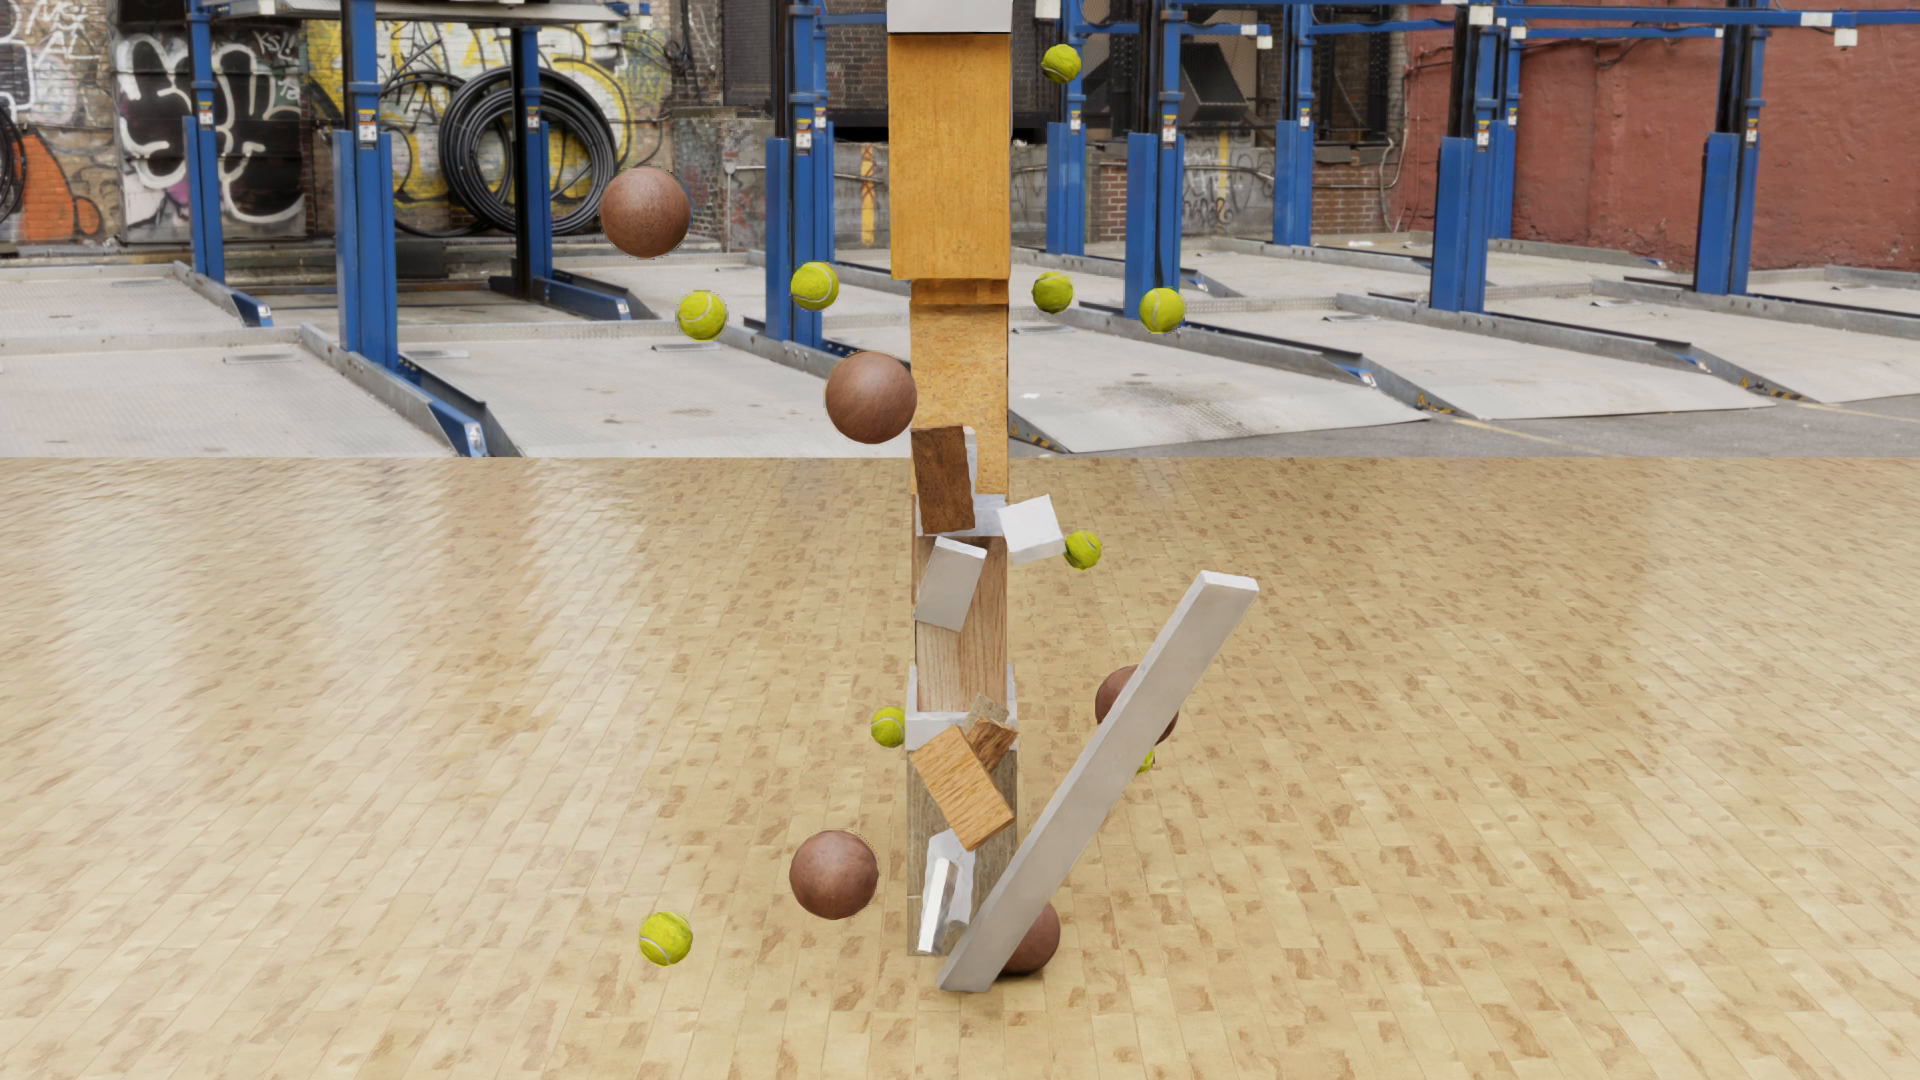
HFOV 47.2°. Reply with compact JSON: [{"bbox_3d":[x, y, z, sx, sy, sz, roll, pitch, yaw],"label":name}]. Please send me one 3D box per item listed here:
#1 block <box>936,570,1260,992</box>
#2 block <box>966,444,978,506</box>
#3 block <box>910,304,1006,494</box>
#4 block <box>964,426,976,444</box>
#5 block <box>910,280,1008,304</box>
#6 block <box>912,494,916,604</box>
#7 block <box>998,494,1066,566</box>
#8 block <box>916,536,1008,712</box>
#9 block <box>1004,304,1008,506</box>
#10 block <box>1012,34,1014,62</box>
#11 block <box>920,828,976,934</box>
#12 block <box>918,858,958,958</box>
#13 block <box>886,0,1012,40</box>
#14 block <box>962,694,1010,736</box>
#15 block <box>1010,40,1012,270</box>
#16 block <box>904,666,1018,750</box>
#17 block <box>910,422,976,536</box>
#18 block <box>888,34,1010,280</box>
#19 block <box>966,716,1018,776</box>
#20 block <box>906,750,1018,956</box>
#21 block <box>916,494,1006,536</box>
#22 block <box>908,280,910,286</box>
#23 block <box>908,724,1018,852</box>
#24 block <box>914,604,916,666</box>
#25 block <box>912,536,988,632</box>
[{"bbox_3d":[0.169,0.353,2.988,0.079,0.854,0.022,9,41,-25],"label":"block"},{"bbox_3d":[-0.001,-0.097,3.278,0.048,0.096,0.014,-3,21,-12],"label":"block"},{"bbox_3d":[-0.003,-0.220,3.401,0.148,0.295,0.042,0,10,-1],"label":"block"},{"bbox_3d":[-0.003,-0.158,3.301,0.048,0.014,0.096,-1,11,-4],"label":"block"},{"bbox_3d":[0.000,-0.404,3.471,0.148,0.042,0.295,0,10,0],"label":"block"},{"bbox_3d":[-0.003,-0.049,3.733,0.157,0.315,0.045,0,10,0],"label":"block"},{"bbox_3d":[0.101,-0.014,3.104,0.076,0.022,0.152,-16,25,1],"label":"block"},{"bbox_3d":[0.003,0.122,3.328,0.136,0.273,0.039,0,8,0],"label":"block"},{"bbox_3d":[0.005,-0.163,3.604,0.148,0.480,0.042,0,9,0],"label":"block"},{"bbox_3d":[-0.001,-0.900,3.641,0.158,0.045,0.315,-2,48,-2],"label":"block"},{"bbox_3d":[-0.016,0.490,3.161,0.022,0.157,0.079,33,-45,-31],"label":"block"},{"bbox_3d":[-0.029,0.506,3.021,0.018,0.127,0.063,8,-16,15],"label":"block"},{"bbox_3d":[-0.011,-0.789,3.334,0.178,0.050,0.356,0,11,2],"label":"block"},{"bbox_3d":[0.023,0.296,3.247,0.018,0.127,0.063,23,3,-37],"label":"block"},{"bbox_3d":[-0.007,-0.611,3.491,0.178,0.356,0.050,0,13,-1],"label":"block"},{"bbox_3d":[0.002,0.261,3.462,0.169,0.048,0.338,0,11,0],"label":"block"},{"bbox_3d":[-0.025,-0.087,3.151,0.076,0.152,0.022,-7,14,-1],"label":"block"},{"bbox_3d":[-0.015,-0.568,3.264,0.178,0.356,0.050,0,14,2],"label":"block"},{"bbox_3d":[0.024,0.317,3.170,0.063,0.127,0.018,23,16,-37],"label":"block"},{"bbox_3d":[0.003,0.471,3.386,0.169,0.338,0.048,0,10,0],"label":"block"},{"bbox_3d":[0.001,-0.049,3.394,0.136,0.039,0.273,0,10,-1],"label":"block"},{"bbox_3d":[-0.008,-0.582,3.648,0.158,0.315,0.045,1,15,2],"label":"block"},{"bbox_3d":[0.003,0.337,2.993,0.079,0.157,0.022,-36,-25,6],"label":"block"},{"bbox_3d":[-0.003,0.139,3.981,0.157,0.773,0.045,0,10,0],"label":"block"},{"bbox_3d":[-0.016,0.066,3.250,0.076,0.152,0.022,16,40,-2],"label":"block"}]
